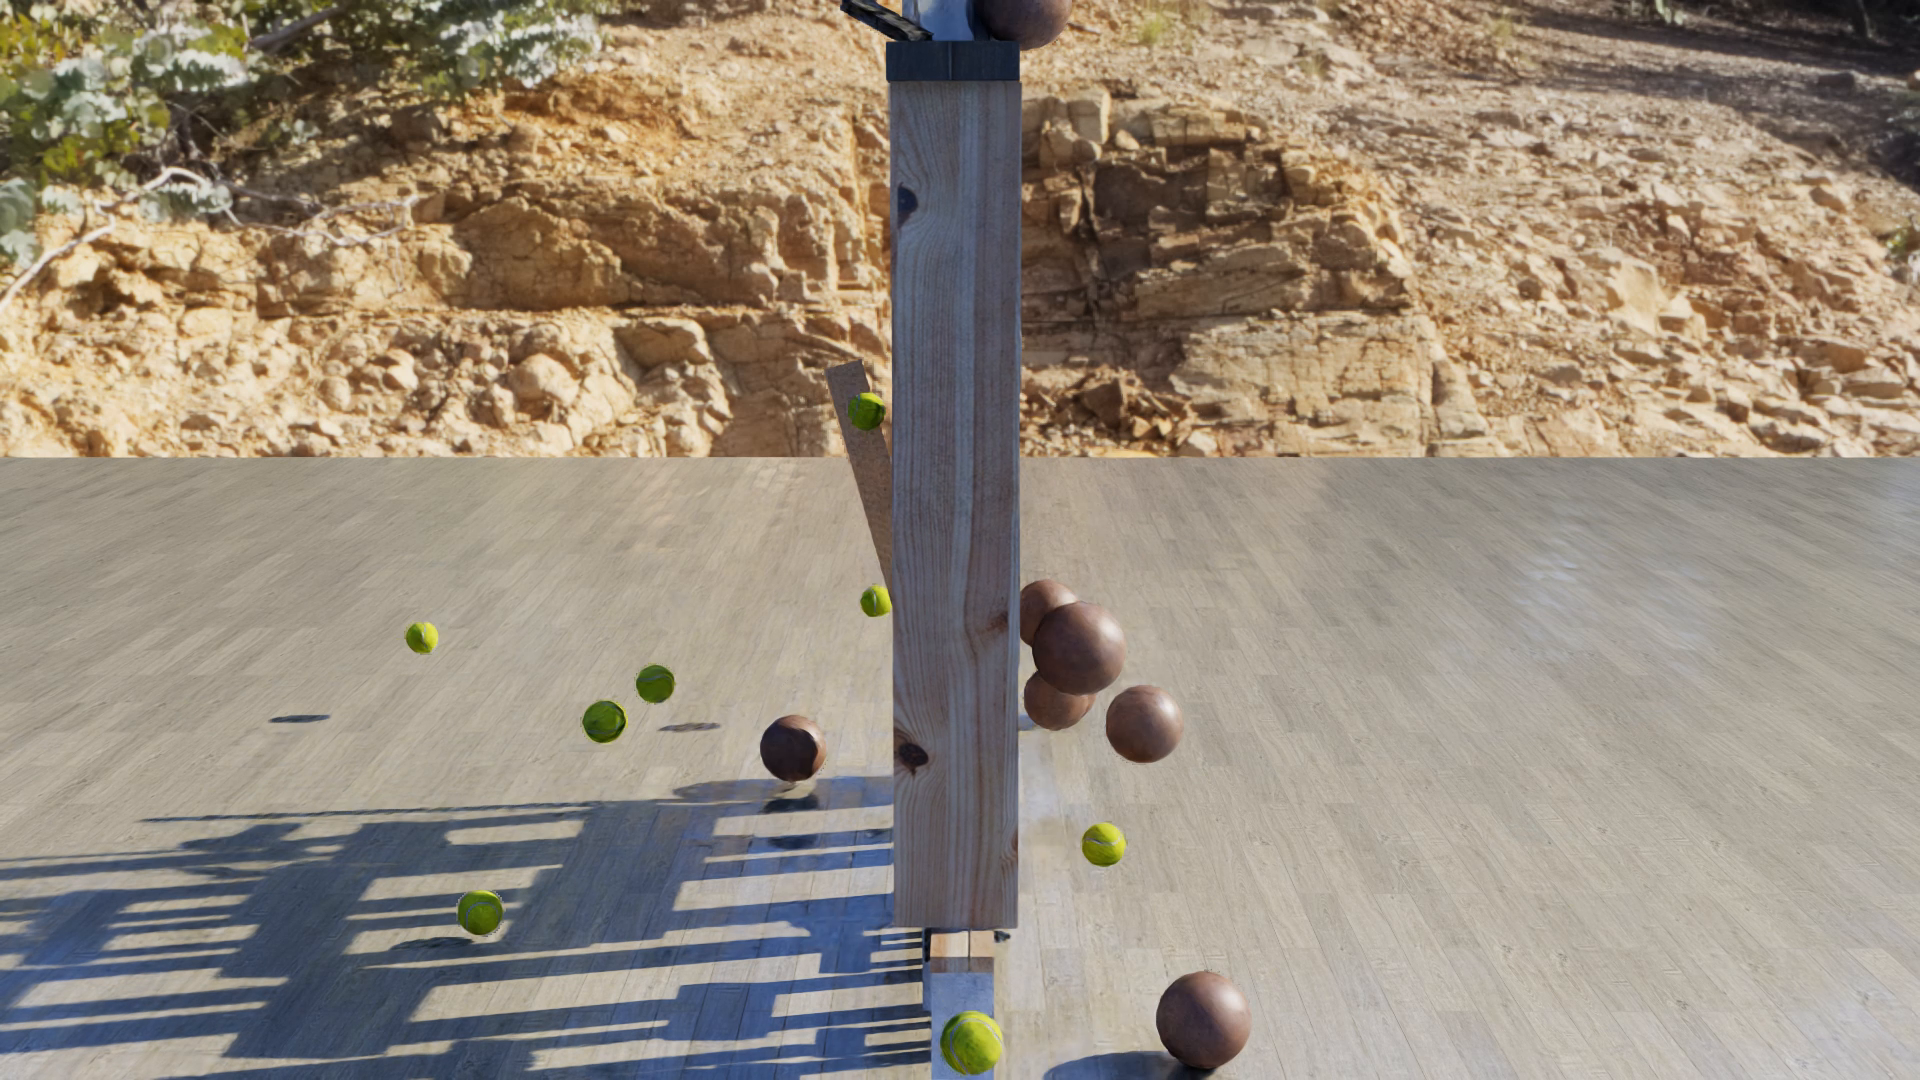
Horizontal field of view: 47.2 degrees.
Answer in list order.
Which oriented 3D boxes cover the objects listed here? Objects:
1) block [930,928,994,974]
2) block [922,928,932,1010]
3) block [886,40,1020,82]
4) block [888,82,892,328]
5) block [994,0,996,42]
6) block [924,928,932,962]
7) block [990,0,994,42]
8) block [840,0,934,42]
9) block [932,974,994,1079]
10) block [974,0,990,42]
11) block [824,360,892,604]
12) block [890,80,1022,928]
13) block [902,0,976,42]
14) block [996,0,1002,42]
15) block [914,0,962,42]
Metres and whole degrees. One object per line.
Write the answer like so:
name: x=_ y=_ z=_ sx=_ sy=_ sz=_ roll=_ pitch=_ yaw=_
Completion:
block: x=0.003 y=0.541 z=2.951 sx=0.083 sy=0.024 sz=0.166 roll=0 pitch=10 yaw=1
block: x=-0.003 y=0.578 z=3.176 sx=0.102 sy=0.203 sz=0.029 roll=0 pitch=11 yaw=0
block: x=-0.011 y=-0.633 z=2.918 sx=0.167 sy=0.047 sz=0.335 roll=0 pitch=11 yaw=-1
block: x=-0.013 y=-0.462 z=3.049 sx=0.167 sy=0.335 sz=0.047 roll=0 pitch=6 yaw=1
block: x=-0.002 y=-0.741 z=3.338 sx=0.112 sy=0.274 sz=0.032 roll=0 pitch=9 yaw=2
block: x=-0.009 y=0.445 z=3.045 sx=0.084 sy=0.287 sz=0.024 roll=-1 pitch=12 yaw=2
block: x=-0.006 y=-0.739 z=3.186 sx=0.112 sy=0.223 sz=0.032 roll=0 pitch=10 yaw=1
block: x=-0.101 y=-0.711 z=3.018 sx=0.119 sy=0.017 sz=0.059 roll=33 pitch=28 yaw=23
block: x=0.004 y=0.646 z=2.909 sx=0.083 sy=0.167 sz=0.024 roll=0 pitch=11 yaw=0
block: x=-0.006 y=-0.754 z=3.127 sx=0.098 sy=0.273 sz=0.028 roll=0 pitch=5 yaw=1
block: x=-0.136 y=-0.028 z=4.226 sx=0.074 sy=0.643 sz=0.021 roll=-16 pitch=2 yaw=0
block: x=-0.005 y=-0.033 z=2.905 sx=0.167 sy=1.123 sz=0.047 roll=0 pitch=10 yaw=0
block: x=-0.030 y=-0.786 z=3.083 sx=0.098 sy=0.195 sz=0.028 roll=-1 pitch=4 yaw=-15
block: x=-0.005 y=-0.721 z=3.664 sx=0.140 sy=0.448 sz=0.040 roll=0 pitch=12 yaw=-1
block: x=-0.033 y=-0.743 z=3.049 sx=0.059 sy=0.119 sz=0.017 roll=-5 pitch=-3 yaw=-21
